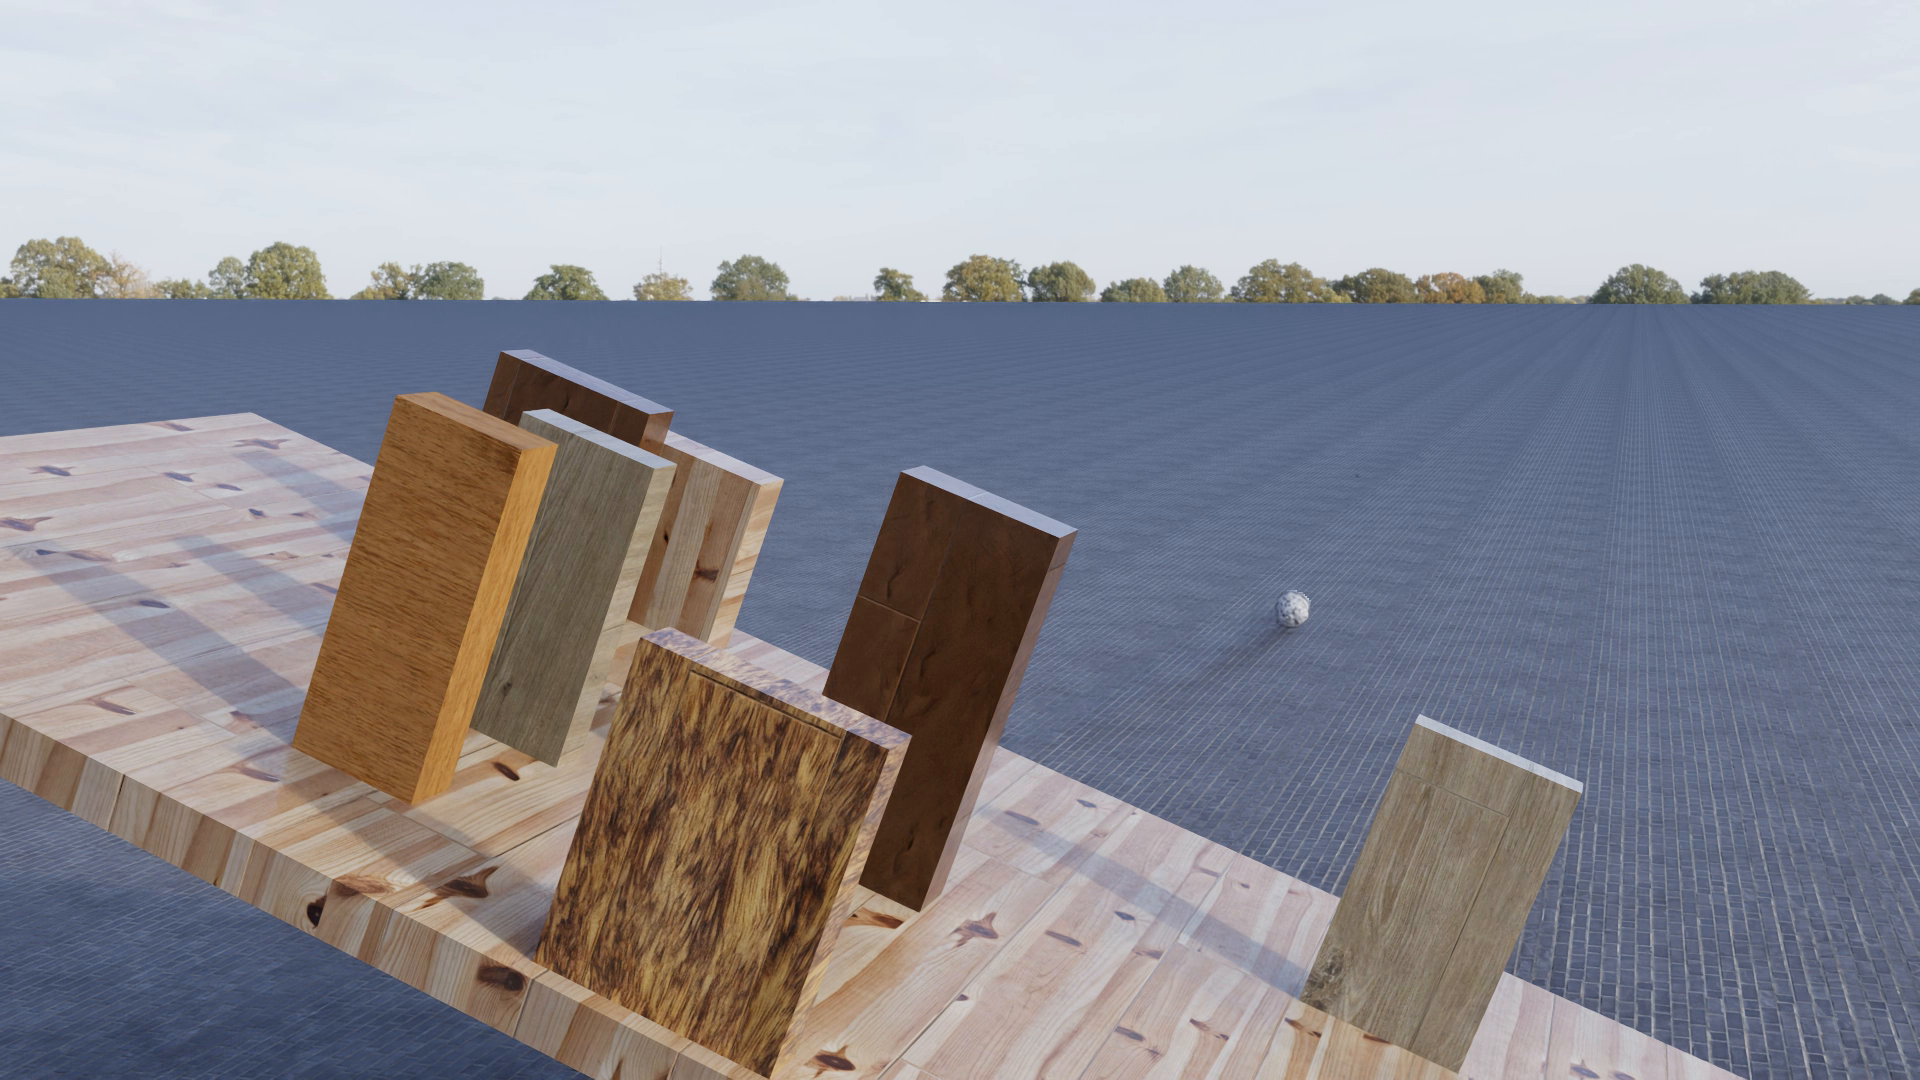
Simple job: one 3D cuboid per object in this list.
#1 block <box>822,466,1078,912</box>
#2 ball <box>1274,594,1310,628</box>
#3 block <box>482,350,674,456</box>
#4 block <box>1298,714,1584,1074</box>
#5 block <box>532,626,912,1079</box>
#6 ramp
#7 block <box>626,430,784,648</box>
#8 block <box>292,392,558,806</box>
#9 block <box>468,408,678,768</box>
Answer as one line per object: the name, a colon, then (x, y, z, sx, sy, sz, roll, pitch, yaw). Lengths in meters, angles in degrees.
block: (-0.070, 0.271, 4.023, 0.312, 0.743, 0.135, 23, 13, 13)
ball: (1.747, 0.370, 11.576, 0.180, 0.180, 0.180, 0, 7, 0)
block: (-0.896, -0.102, 4.832, 0.373, 0.530, 0.127, 23, 13, 13)
block: (0.910, 0.672, 4.181, 0.325, 0.595, 0.086, 23, 13, 13)
block: (-0.356, 0.459, 3.250, 0.408, 0.537, 0.101, 23, 13, 13)
ramp: (-0.327, 0.594, 4.207, 4.000, 0.100, 2.000, 23, 13, 13)
block: (-0.656, -0.009, 5.076, 0.363, 0.416, 0.141, 23, 13, 13)
block: (-0.904, 0.096, 3.705, 0.243, 0.642, 0.126, 23, 13, 13)
block: (-0.756, 0.089, 4.073, 0.278, 0.598, 0.098, 23, 13, 13)
